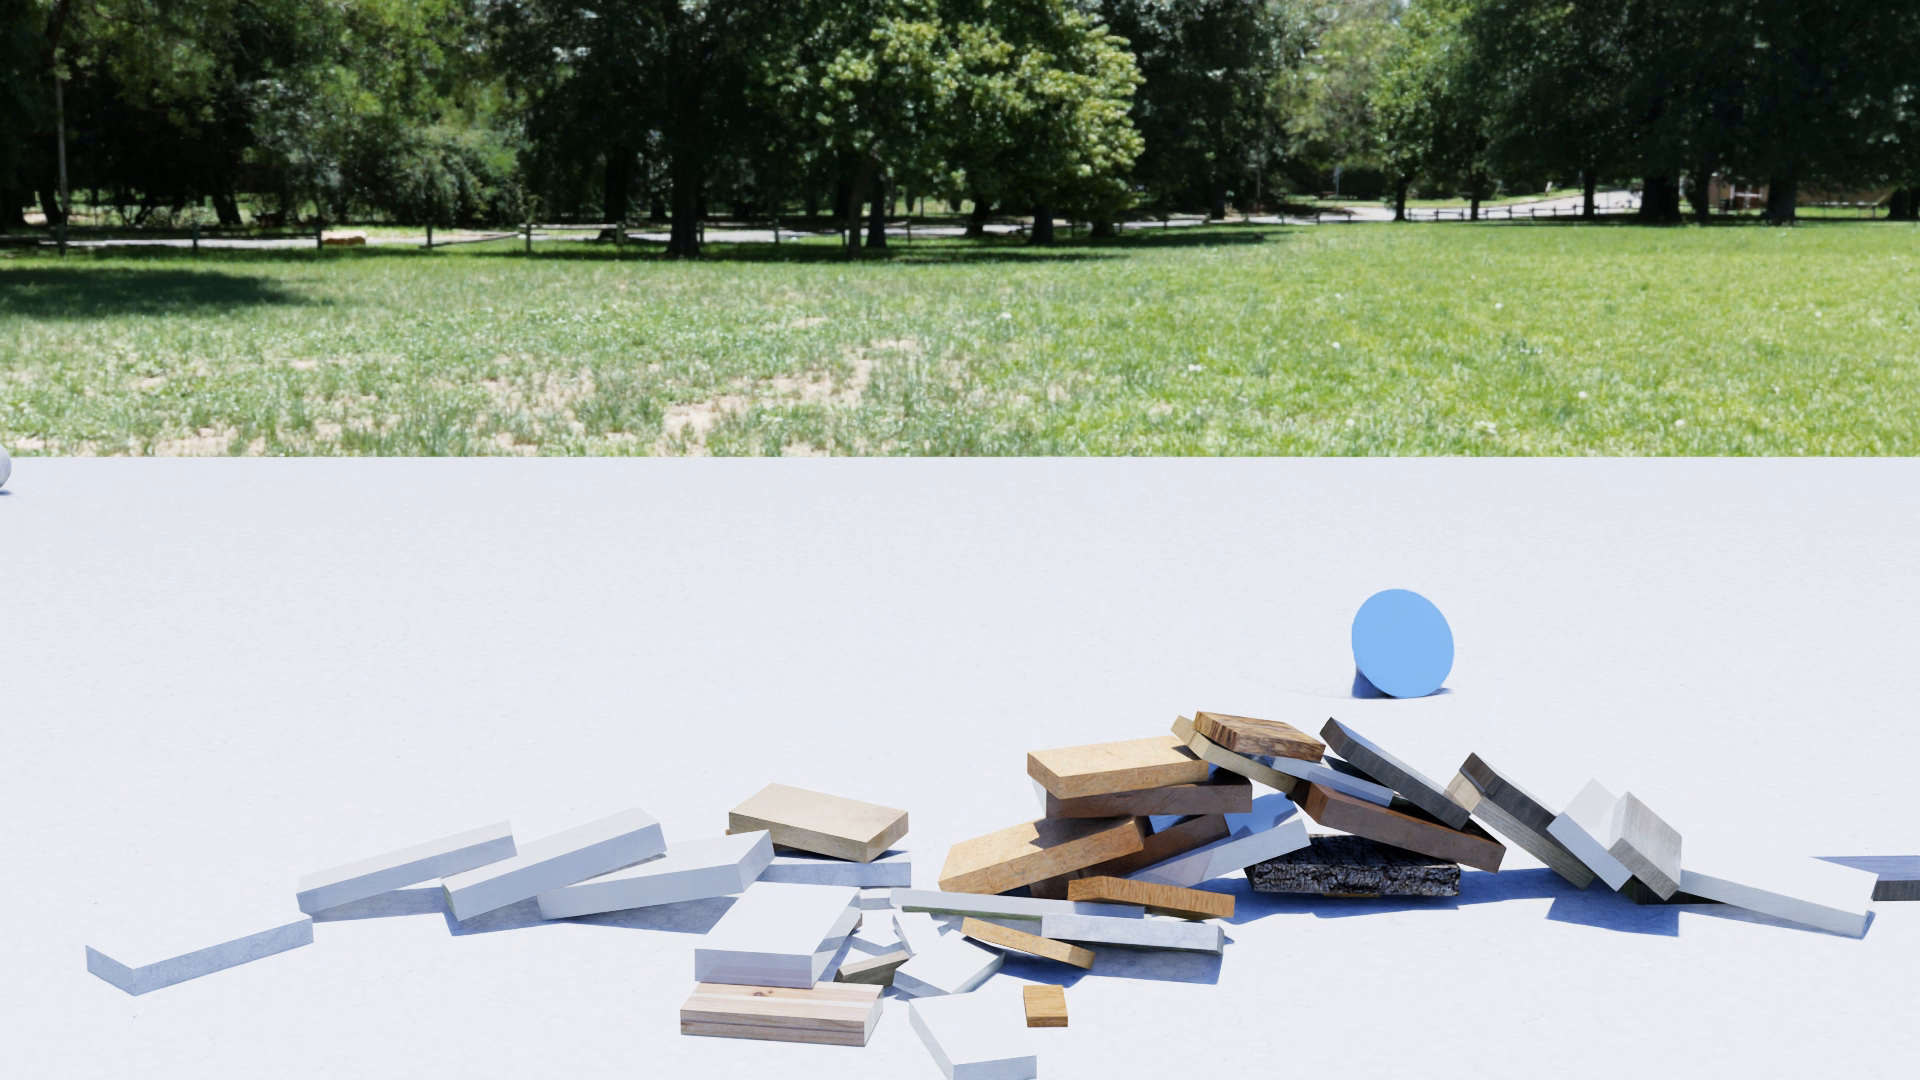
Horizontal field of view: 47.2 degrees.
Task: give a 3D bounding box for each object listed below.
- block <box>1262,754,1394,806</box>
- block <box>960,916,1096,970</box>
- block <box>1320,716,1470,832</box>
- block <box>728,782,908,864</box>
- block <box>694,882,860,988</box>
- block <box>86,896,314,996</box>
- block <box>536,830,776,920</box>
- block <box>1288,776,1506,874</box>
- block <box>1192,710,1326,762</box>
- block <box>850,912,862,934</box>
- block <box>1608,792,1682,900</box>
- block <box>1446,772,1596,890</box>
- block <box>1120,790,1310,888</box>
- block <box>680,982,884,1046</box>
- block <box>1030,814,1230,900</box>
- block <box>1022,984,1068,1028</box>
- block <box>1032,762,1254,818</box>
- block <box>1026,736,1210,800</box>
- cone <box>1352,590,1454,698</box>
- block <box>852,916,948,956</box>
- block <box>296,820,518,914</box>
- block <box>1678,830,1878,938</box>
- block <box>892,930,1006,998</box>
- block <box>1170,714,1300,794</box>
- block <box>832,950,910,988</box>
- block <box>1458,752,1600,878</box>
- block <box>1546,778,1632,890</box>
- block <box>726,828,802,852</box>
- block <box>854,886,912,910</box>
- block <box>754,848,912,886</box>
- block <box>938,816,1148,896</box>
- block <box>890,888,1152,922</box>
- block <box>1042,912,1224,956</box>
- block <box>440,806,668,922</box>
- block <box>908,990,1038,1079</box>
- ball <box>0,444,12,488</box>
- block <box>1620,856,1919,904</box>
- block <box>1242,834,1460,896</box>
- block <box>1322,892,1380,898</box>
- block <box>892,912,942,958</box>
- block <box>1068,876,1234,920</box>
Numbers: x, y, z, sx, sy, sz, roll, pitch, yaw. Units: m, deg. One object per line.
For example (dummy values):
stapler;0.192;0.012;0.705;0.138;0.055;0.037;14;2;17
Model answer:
block;0.610;0.383;3.656;0.207;0.029;0.103;18;9;-6
block;0.103;0.613;3.344;0.185;0.026;0.092;10;-12;30
block;0.723;0.388;3.659;0.250;0.035;0.125;32;7;-9
block;-0.241;0.480;3.740;0.275;0.039;0.137;8;20;28
block;-0.272;0.596;3.341;0.174;0.049;0.347;2;8;9
block;-1.168;0.621;3.386;0.148;0.042;0.296;10;14;42
block;-0.494;0.545;3.584;0.347;0.049;0.174;-10;8;14
block;0.721;0.463;3.660;0.337;0.048;0.168;17;9;-16
block;0.490;0.321;3.596;0.207;0.029;0.104;10;11;-38
block;-0.236;0.607;3.520;0.143;0.020;0.072;5;12;25
block;1.127;0.499;3.614;0.117;0.033;0.300;41;18;9
block;0.947;0.491;3.713;0.250;0.035;0.125;34;7;-12
block;0.402;0.513;3.652;0.337;0.048;0.168;-20;10;3
block;-0.252;0.670;3.137;0.265;0.037;0.132;2;11;9
block;0.270;0.506;3.668;0.338;0.048;0.169;-20;10;-1
block;0.123;0.673;3.177;0.058;0.016;0.116;0;11;-1
block;0.298;0.403;3.628;0.338;0.048;0.169;-1;13;-6
block;0.257;0.369;3.586;0.265;0.037;0.132;-4;14;-21
cone;0.969;0.270;5.083;0.254;0.254;0.254;-3;-16;-16
block;-0.093;0.620;3.450;0.072;0.020;0.143;10;14;43
block;-0.909;0.537;3.623;0.351;0.037;0.130;-14;7;-12
block;1.329;0.557;3.581;0.288;0.041;0.144;13;25;27
block;-0.015;0.639;3.282;0.092;0.026;0.185;19;17;23
block;0.454;0.355;3.629;0.207;0.029;0.104;24;10;-32
block;-0.134;0.641;3.235;0.116;0.058;0.016;-8;43;-35
block;0.984;0.471;3.708;0.288;0.041;0.144;35;6;-8
block;1.072;0.485;3.662;0.144;0.041;0.337;43;19;15
block;-0.264;0.519;3.831;0.274;0.039;0.137;-1;-6;0
block;-0.150;0.588;3.625;0.143;0.020;0.072;-1;11;-7
block;-0.220;0.552;3.698;0.275;0.039;0.137;-1;1;-1
block;0.139;0.508;3.638;0.338;0.048;0.169;-18;10;11
block;0.097;0.588;3.503;0.406;0.026;0.092;2;-16;12
block;0.266;0.602;3.362;0.265;0.037;0.132;2;-13;11
block;-0.669;0.527;3.605;0.347;0.049;0.174;-17;8;-18
block;0.015;0.689;3.045;0.117;0.033;0.233;-3;11;-16
ball;-3.429;-0.260;7.697;0.201;0.201;0.201;0;11;0
block;1.376;0.569;3.685;0.530;0.035;0.125;0;11;-3
block;0.645;0.539;3.665;0.337;0.048;0.168;2;10;-2
block;0.649;0.582;3.671;0.092;0.013;0.046;1;11;-1
block;-0.061;0.615;3.403;0.058;0.016;0.116;4;21;-20
block;0.300;0.564;3.453;0.233;0.033;0.117;12;-16;-21
